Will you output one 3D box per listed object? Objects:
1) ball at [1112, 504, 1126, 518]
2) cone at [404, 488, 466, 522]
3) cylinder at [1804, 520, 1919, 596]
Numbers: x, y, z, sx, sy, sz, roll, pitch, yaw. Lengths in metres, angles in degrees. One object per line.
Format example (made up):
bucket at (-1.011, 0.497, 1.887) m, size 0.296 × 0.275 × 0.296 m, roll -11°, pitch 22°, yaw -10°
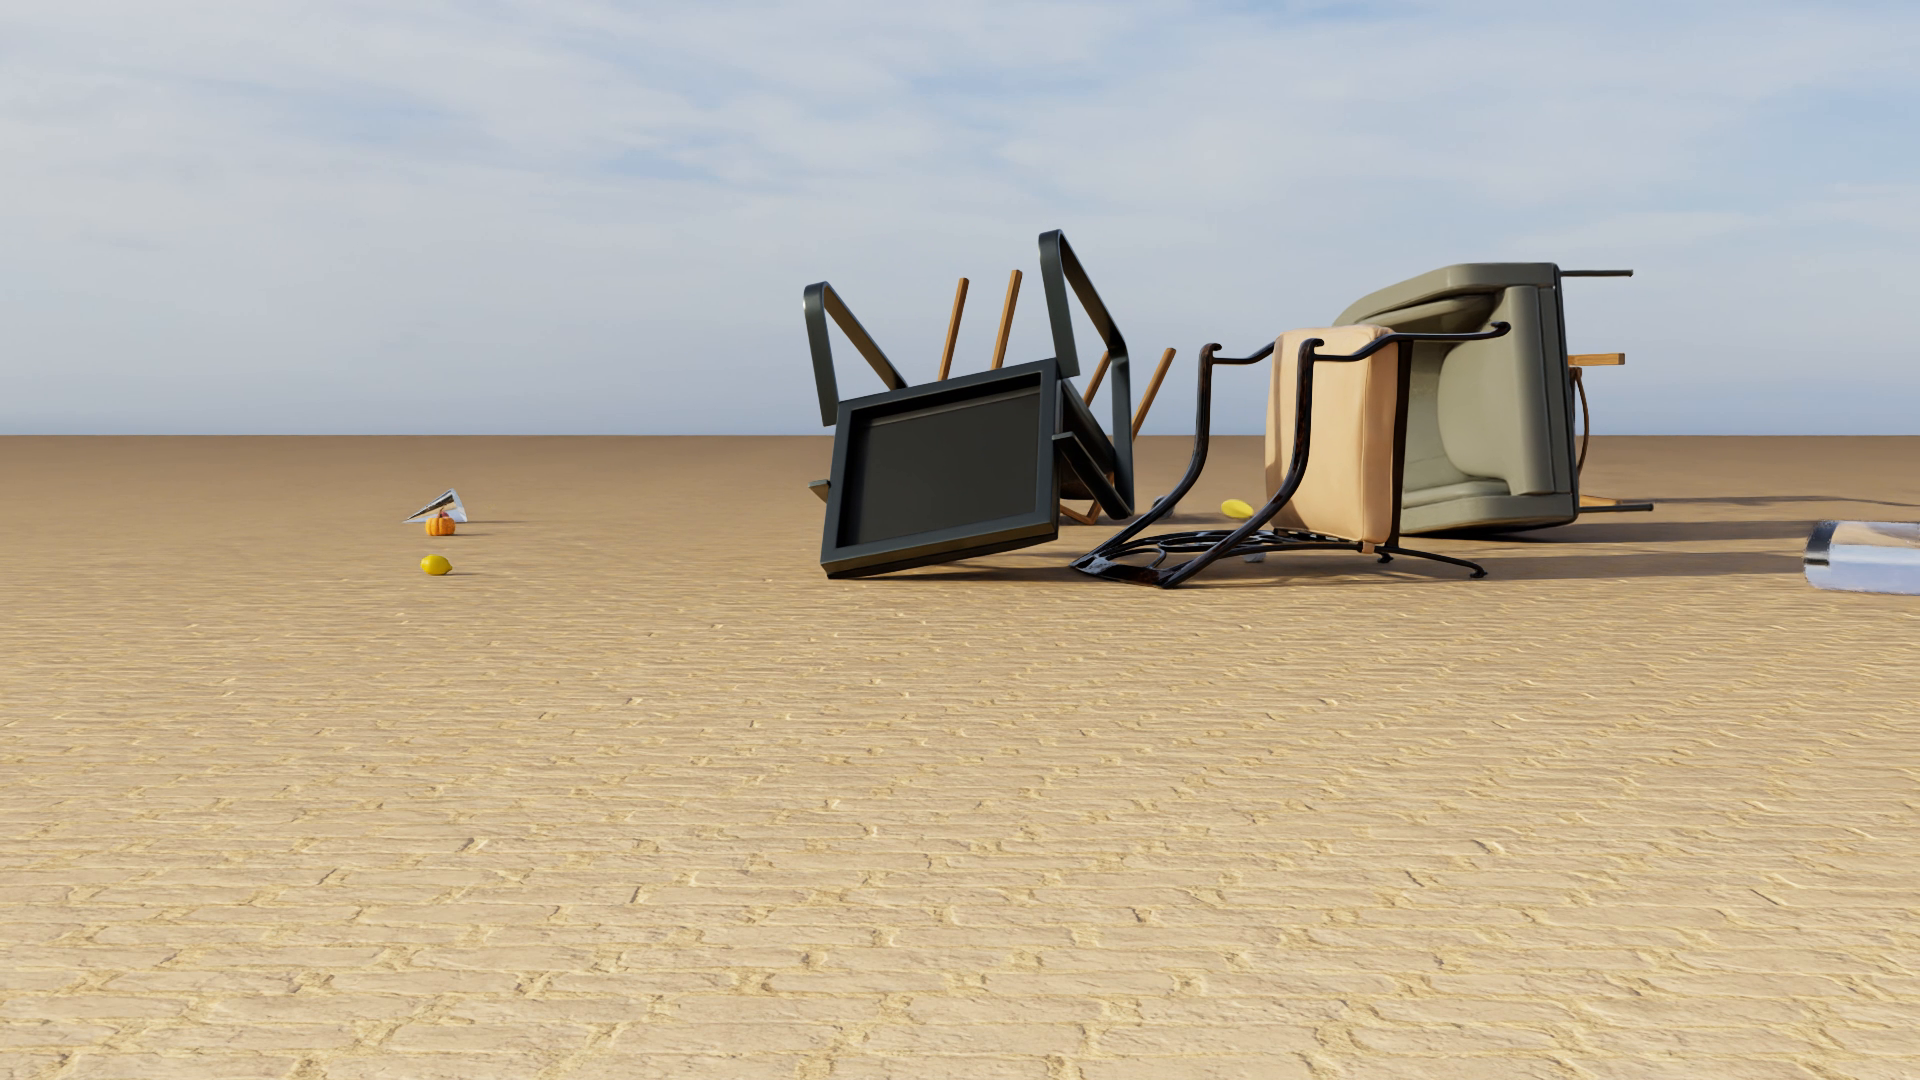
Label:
ball at (0.551, -0.101, 7.653) m, size 0.050 × 0.050 × 0.050 m, roll 0°, pitch 4°, yaw 0°
cone at (-1.783, -0.088, 7.401) m, size 0.202 × 0.092 × 0.152 m, roll -17°, pitch -37°, yaw -2°
cylinder at (2.032, 0.039, 4.844) m, size 0.252 × 0.152 × 0.232 m, roll 4°, pitch 14°, yaw 43°
